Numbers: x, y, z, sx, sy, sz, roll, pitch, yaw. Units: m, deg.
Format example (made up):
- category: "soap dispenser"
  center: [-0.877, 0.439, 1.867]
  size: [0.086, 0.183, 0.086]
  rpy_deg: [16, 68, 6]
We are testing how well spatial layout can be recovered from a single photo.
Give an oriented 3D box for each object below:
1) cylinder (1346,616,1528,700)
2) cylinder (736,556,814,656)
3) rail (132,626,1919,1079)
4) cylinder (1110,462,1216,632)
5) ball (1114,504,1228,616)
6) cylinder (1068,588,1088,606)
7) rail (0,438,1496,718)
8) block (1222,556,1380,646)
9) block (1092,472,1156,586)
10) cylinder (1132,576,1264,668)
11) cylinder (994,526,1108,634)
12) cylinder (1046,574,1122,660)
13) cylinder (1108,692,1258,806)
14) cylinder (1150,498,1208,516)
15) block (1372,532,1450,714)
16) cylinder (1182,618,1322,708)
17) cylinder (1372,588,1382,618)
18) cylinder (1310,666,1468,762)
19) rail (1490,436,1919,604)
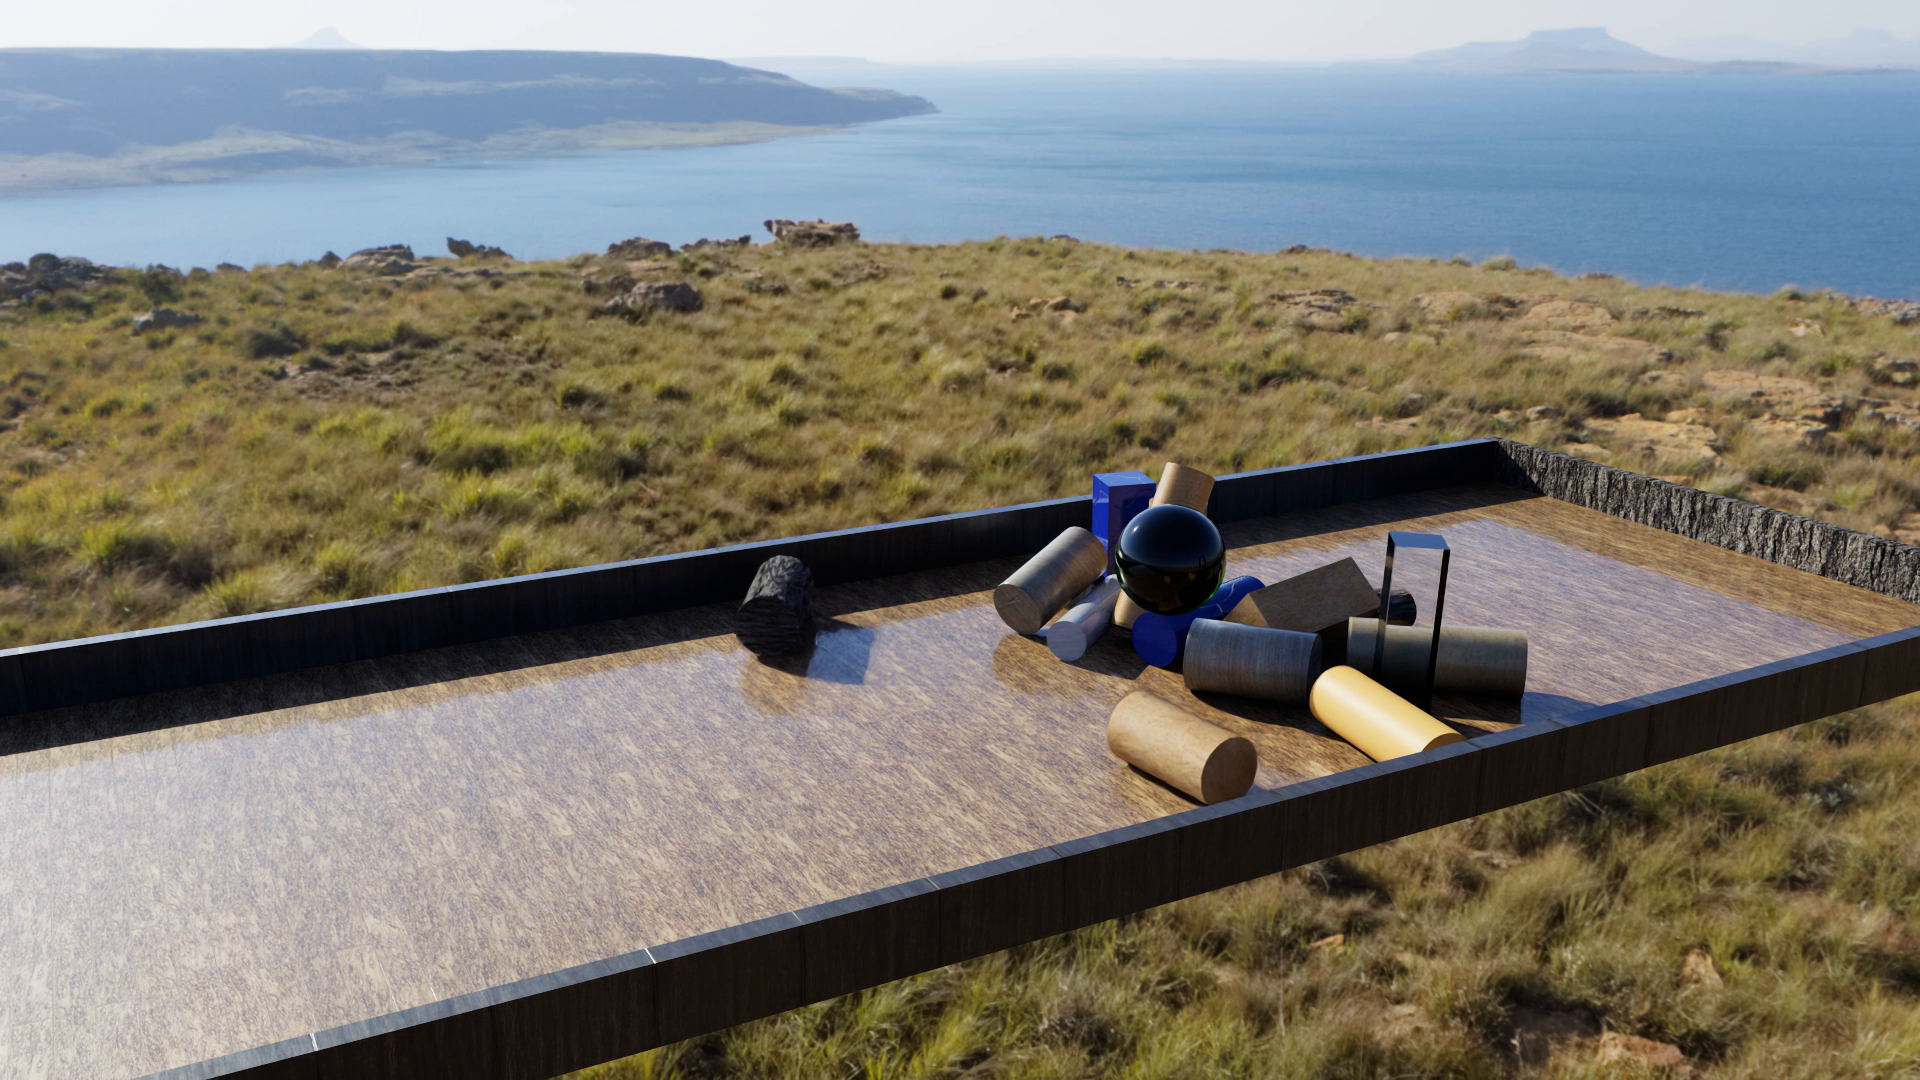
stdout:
- category: "cylinder"
  center: [1.171, 0.289, 4.072]
  size: [0.420, 0.168, 0.168]
  rpy_deg: [4, 17, 14]
- category: "cylinder"
  center: [-0.497, 0.174, 4.467]
  size: [0.167, 0.167, 0.358]
  rpy_deg: [0, 16, 1]
- category: "rail"
  center: [-2.336, 1.006, 1.665]
  size: [12.000, 0.150, 0.050]
  rpy_deg: [-9, 18, -27]
- category: "cylinder"
  center: [0.542, 0.031, 4.418]
  size: [0.139, 0.457, 0.139]
  rpy_deg: [20, -4, 1]
- category: "ball"
  center: [0.531, 0.050, 4.170]
  size: [0.284, 0.284, 0.284]
  rpy_deg: [0, 16, 0]
- category: "cylinder"
  center: [0.322, 0.086, 4.872]
  size: [0.107, 0.107, 0.353]
  rpy_deg: [1, 16, 4]
- category: "rail"
  center: [-3.305, 0.497, 3.399]
  size: [12.000, 0.150, 0.050]
  rpy_deg: [-9, 18, -27]
- category: "block"
  center: [0.883, 0.192, 4.260]
  size: [0.372, 0.155, 0.155]
  rpy_deg: [-16, 66, -31]
- category: "block"
  center: [0.479, -0.020, 4.837]
  size: [0.144, 0.330, 0.144]
  rpy_deg: [-4, 17, -13]
- category: "cylinder"
  center: [0.646, 0.212, 4.375]
  size: [0.146, 0.146, 0.431]
  rpy_deg: [15, 22, 42]
- category: "cylinder"
  center: [0.252, 0.110, 4.540]
  size: [0.161, 0.161, 0.312]
  rpy_deg: [14, 39, 39]
- category: "cylinder"
  center: [0.361, 0.205, 4.462]
  size: [0.110, 0.110, 0.431]
  rpy_deg: [7, 18, 22]
- category: "cylinder"
  center: [0.475, 0.448, 3.549]
  size: [0.159, 0.159, 0.306]
  rpy_deg: [-11, 20, -32]
- category: "cylinder"
  center: [0.599, 0.048, 4.601]
  size: [0.161, 0.314, 0.161]
  rpy_deg: [3, 9, 0]
- category: "block"
  center: [1.043, 0.213, 3.838]
  size: [0.121, 0.442, 0.121]
  rpy_deg: [4, 17, 6]
- category: "cylinder"
  center: [0.715, 0.298, 4.025]
  size: [0.300, 0.179, 0.179]
  rpy_deg: [7, 18, 22]
- category: "cylinder"
  center: [1.025, 0.202, 4.480]
  size: [0.434, 0.107, 0.107]
  rpy_deg: [-7, 18, -23]
- category: "cylinder"
  center: [0.952, 0.419, 3.666]
  size: [0.148, 0.148, 0.422]
  rpy_deg: [-6, 17, -18]
- category: "rail"
  center: [2.466, -0.048, 5.253]
  size: [0.050, 0.150, 2.100]
  rpy_deg: [-9, 18, -27]
